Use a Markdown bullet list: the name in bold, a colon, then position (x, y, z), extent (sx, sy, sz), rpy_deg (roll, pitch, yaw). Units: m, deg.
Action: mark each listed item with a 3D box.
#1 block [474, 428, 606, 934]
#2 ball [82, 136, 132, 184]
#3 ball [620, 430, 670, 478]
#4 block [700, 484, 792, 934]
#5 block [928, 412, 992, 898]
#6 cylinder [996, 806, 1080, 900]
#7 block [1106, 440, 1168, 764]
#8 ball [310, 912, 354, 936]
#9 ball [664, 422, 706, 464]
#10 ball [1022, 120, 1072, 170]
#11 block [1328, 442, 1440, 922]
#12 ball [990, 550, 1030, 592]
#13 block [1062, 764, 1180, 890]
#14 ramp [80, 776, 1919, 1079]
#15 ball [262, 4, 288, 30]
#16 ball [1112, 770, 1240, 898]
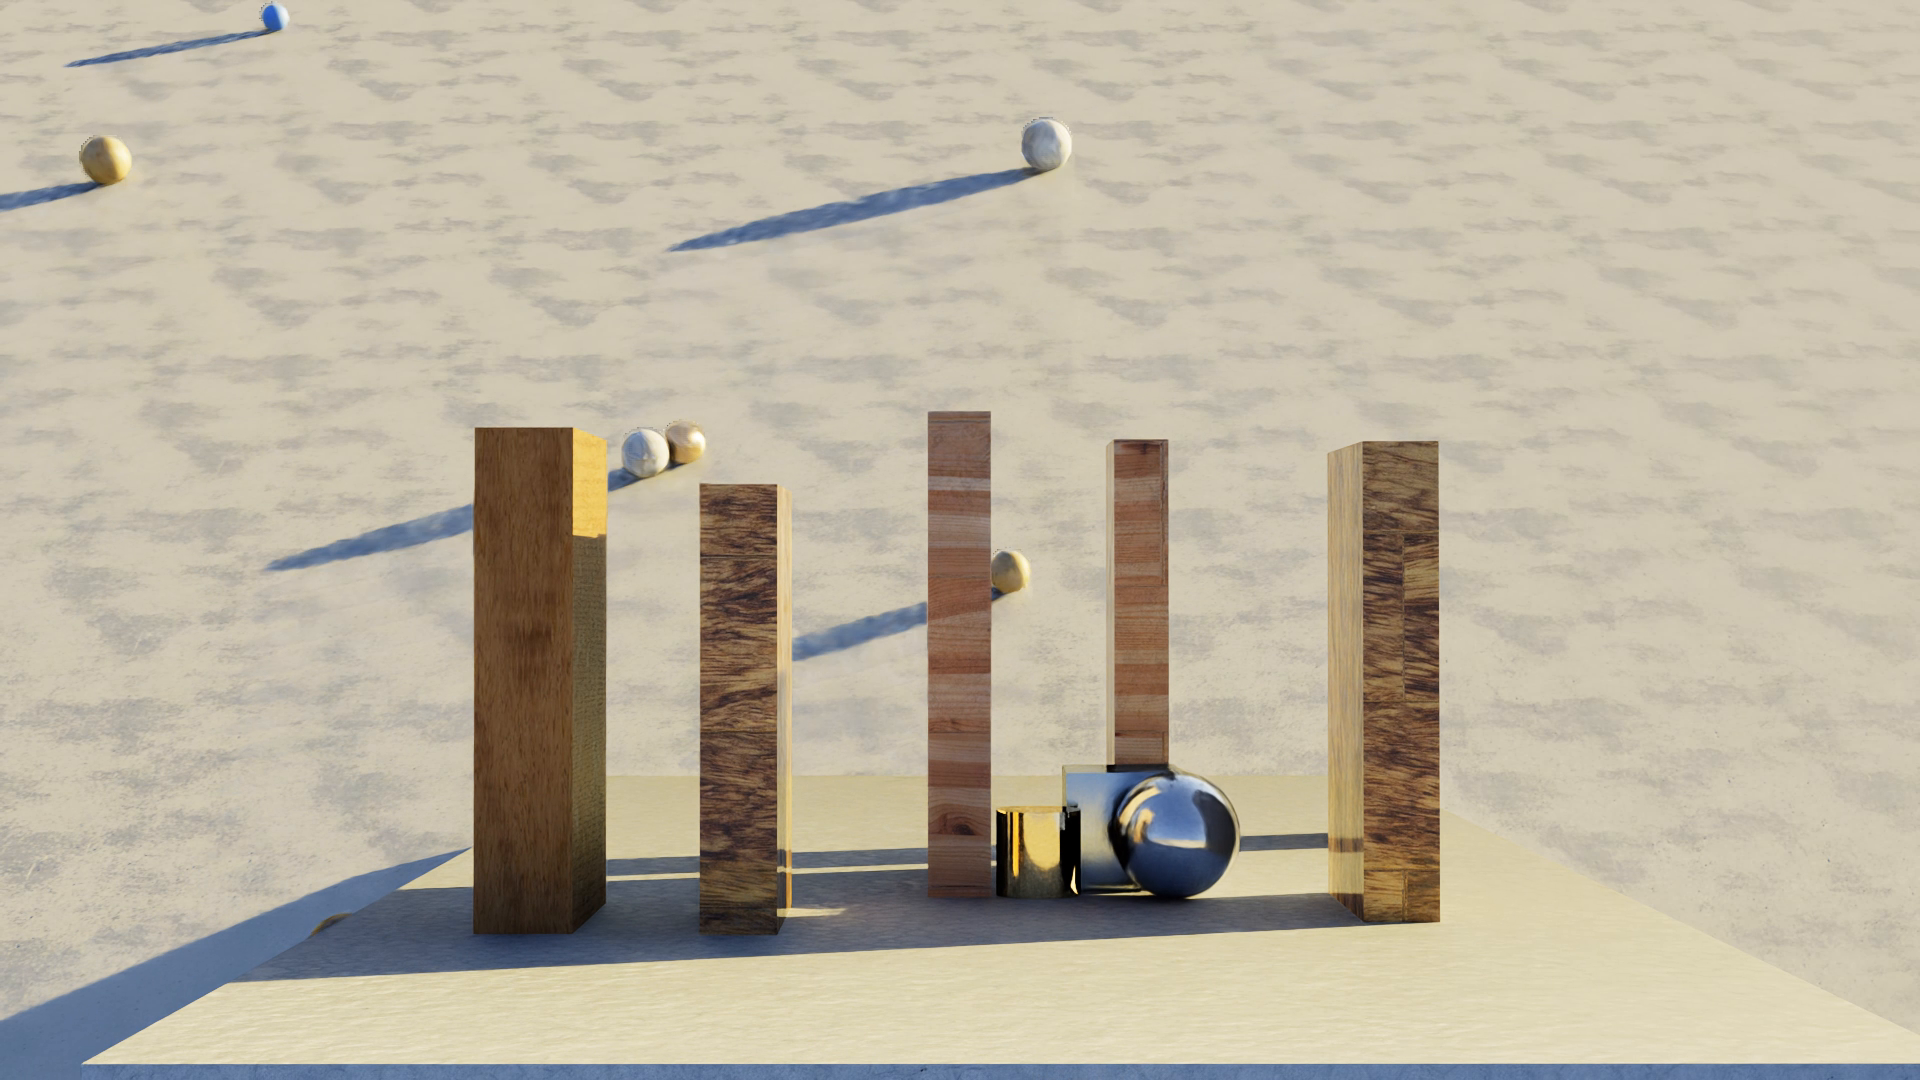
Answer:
- **block**: position (-0.629, 0.205, 3.914), extent (0.142, 0.730, 0.357), rpy_deg (0, -1, 0)
- **ball**: position (-3.287, -1.461, 9.985), extent (0.185, 0.185, 0.185), rpy_deg (0, 32, 0)
- **ball**: position (-0.989, -0.271, 8.139), extent (0.152, 0.152, 0.152), rpy_deg (0, 32, 0)
- **block**: position (-0.318, 0.246, 3.886), extent (0.111, 0.647, 0.320), rpy_deg (0, -1, 0)
- **block**: position (-0.001, 0.186, 4.372), extent (0.101, 0.781, 0.409), rpy_deg (0, -1, 0)
- **cylinder**: position (0.127, 0.505, 4.200), extent (0.138, 0.138, 0.138), rpy_deg (0, -1, 0)
- **block**: position (0.311, 0.204, 4.569), extent (0.093, 0.751, 0.247), rpy_deg (0, -1, 0)
- **ball**: position (-1.445, 0.980, 6.121), extent (0.200, 0.200, 0.200), rpy_deg (0, 32, 0)
- **ball**: position (-0.874, -0.307, 8.214), extent (0.133, 0.133, 0.133), rpy_deg (0, 32, 0)
- **ball**: position (0.337, -1.537, 10.092), extent (0.197, 0.197, 0.197), rpy_deg (0, 32, 0)
- **block**: position (0.657, 0.213, 4.045), extent (0.114, 0.716, 0.369), rpy_deg (0, -1, 0)
- **ball**: position (0.145, 0.092, 7.592), extent (0.124, 0.124, 0.124), rpy_deg (0, 32, 0)
- **block**: position (0.271, 0.479, 4.346), extent (0.192, 0.192, 0.192), rpy_deg (0, -1, 0)
- **ramp**: position (0.072, 0.632, 4.732), extent (2.000, 0.100, 4.000), rpy_deg (0, -1, 0)
- **ball**: position (-2.998, -2.288, 11.354), extent (0.115, 0.115, 0.115), rpy_deg (0, 32, 0)
- **ball**: position (0.346, 0.471, 4.148), extent (0.204, 0.204, 0.204), rpy_deg (0, 32, 0)
